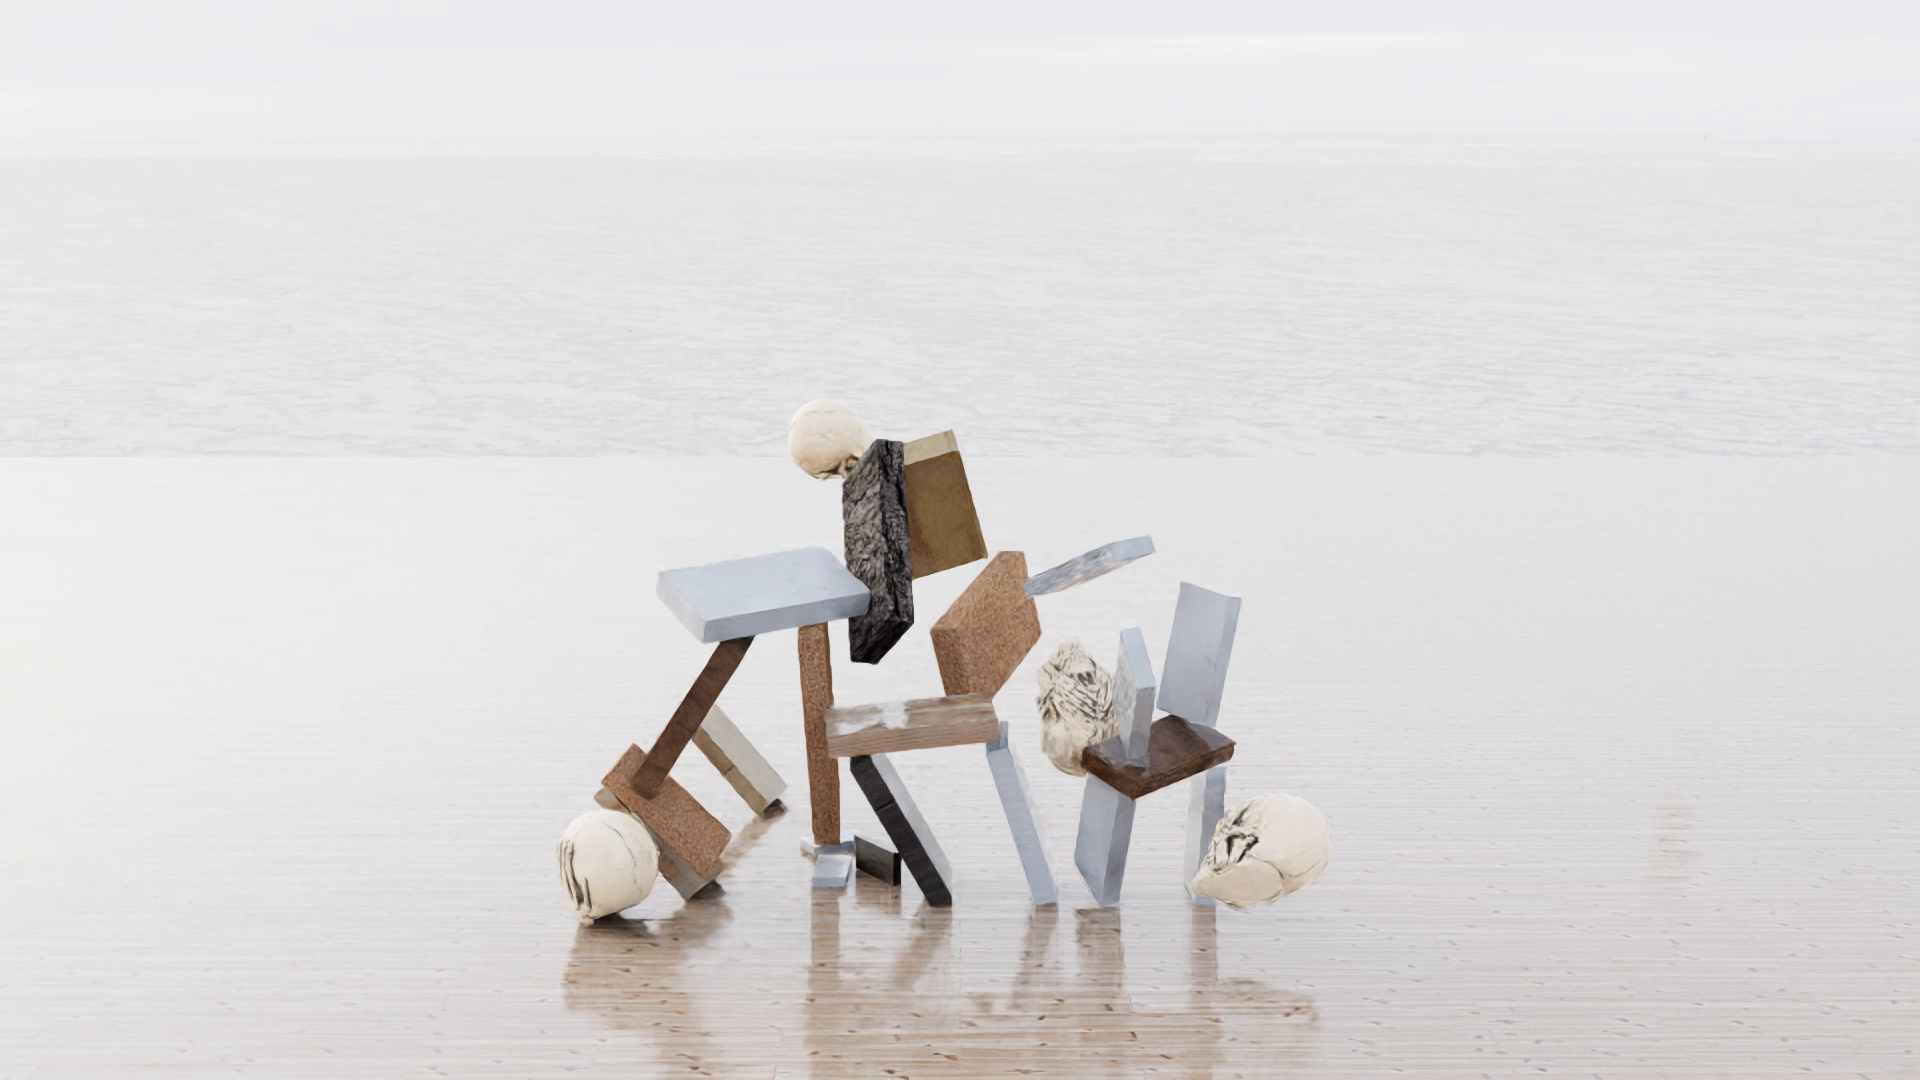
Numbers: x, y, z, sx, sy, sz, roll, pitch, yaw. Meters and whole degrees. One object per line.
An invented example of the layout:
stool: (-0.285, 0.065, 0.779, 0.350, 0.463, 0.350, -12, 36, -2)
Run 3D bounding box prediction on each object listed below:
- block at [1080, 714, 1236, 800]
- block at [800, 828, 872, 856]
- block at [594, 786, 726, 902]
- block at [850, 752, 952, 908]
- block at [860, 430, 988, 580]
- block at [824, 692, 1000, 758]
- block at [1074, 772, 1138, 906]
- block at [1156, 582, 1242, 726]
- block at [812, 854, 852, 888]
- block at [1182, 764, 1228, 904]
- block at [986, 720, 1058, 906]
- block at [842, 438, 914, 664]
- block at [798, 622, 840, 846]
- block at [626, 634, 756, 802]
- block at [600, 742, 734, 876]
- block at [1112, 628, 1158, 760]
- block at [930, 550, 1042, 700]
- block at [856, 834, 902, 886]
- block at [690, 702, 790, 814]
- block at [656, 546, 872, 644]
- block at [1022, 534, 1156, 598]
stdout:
block: (0.321, 0.345, 3.551, 0.236, 0.033, 0.118, -16, 34, -40)
block: (-0.220, 0.537, 3.911, 0.116, 0.016, 0.058, -6, 12, -29)
block: (-0.502, 0.491, 3.688, 0.232, 0.033, 0.116, 47, 20, 5)
block: (-0.097, 0.459, 3.635, 0.039, 0.276, 0.138, -28, 13, 5)
block: (-0.061, -0.057, 4.004, 0.170, 0.339, 0.048, -17, 54, 0)
block: (-0.082, 0.303, 3.608, 0.276, 0.039, 0.138, -5, 15, -4)
block: (0.237, 0.468, 3.596, 0.033, 0.236, 0.118, -6, 34, -20)
block: (0.390, 0.185, 3.595, 0.031, 0.216, 0.108, 4, 10, -43)
block: (-0.218, 0.565, 3.757, 0.058, 0.016, 0.116, 0, 11, 2)
block: (0.405, 0.472, 3.648, 0.033, 0.236, 0.118, 2, 12, -5)
block: (0.102, 0.451, 3.644, 0.039, 0.276, 0.138, -17, 13, 5)
block: (-0.141, 0.019, 3.713, 0.048, 0.339, 0.170, 8, -30, -22)
block: (-0.241, 0.303, 3.773, 0.044, 0.446, 0.157, -3, 33, -1)
block: (-0.434, 0.269, 3.614, 0.044, 0.313, 0.157, 33, 21, -5)
block: (-0.490, 0.451, 3.688, 0.033, 0.232, 0.116, -44, 6, 20)
block: (0.270, 0.241, 3.424, 0.031, 0.216, 0.108, -9, 56, -7)
block: (0.050, 0.163, 3.871, 0.048, 0.170, 0.339, -4, 21, 25)
block: (-0.140, 0.545, 3.751, 0.016, 0.058, 0.116, -7, 13, -36)
block: (-0.428, 0.404, 4.142, 0.033, 0.232, 0.116, -42, -2, 17)
block: (-0.320, 0.087, 3.599, 0.313, 0.044, 0.157, -9, 35, -35)
block: (0.216, 0.045, 3.715, 0.108, 0.031, 0.216, -10, -11, -44)
